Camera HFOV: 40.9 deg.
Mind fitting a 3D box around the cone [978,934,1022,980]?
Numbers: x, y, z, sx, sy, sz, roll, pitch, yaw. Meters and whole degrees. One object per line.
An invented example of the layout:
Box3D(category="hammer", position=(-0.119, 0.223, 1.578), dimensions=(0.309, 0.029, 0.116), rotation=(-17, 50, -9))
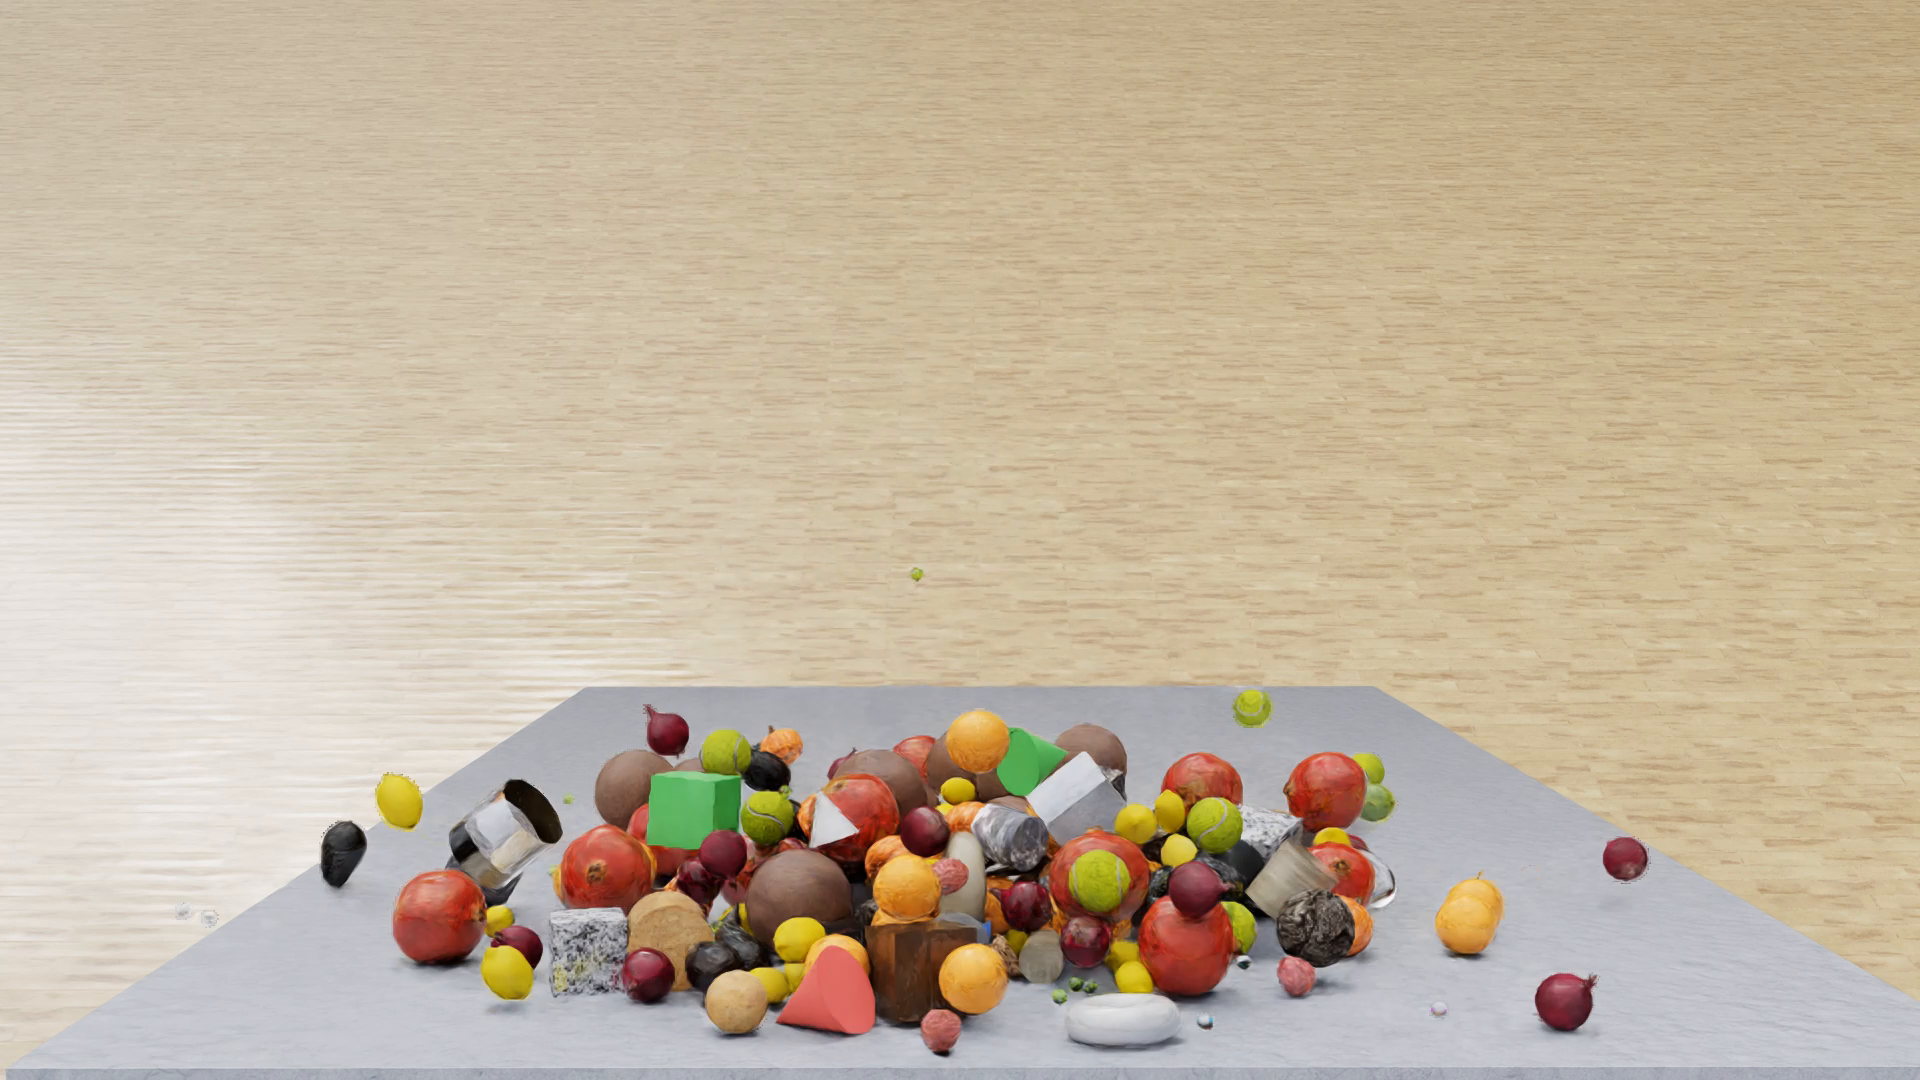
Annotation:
Box3D(category="cone", position=(0.033, 0.492, 2.963), dimensions=(0.056, 0.056, 0.056), rotation=(-27, 32, -17))

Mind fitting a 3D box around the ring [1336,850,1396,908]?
Box3D(category="ring", position=(0.541, 0.451, 3.430), dimensions=(0.088, 0.029, 0.088), rotation=(19, 41, -17))

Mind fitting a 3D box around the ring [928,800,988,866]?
Box3D(category="ring", position=(0.012, 0.424, 3.632), dimensions=(0.120, 0.040, 0.120), rotation=(10, 63, -19))

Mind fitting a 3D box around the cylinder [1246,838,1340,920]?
Box3D(category="cylinder", position=(0.403, 0.419, 3.124), dimensions=(0.081, 0.081, 0.081), rotation=(37, 6, -5))

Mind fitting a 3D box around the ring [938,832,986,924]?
Box3D(category="ring", position=(0.003, 0.413, 3.048), dimensions=(0.045, 0.136, 0.136), rotation=(1, 24, -7))

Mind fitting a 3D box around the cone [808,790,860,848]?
Box3D(category="cone", position=(-0.156, 0.320, 3.007), dimensions=(0.063, 0.063, 0.063), rotation=(-18, -3, -1))

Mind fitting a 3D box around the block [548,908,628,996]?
Box3D(category="block", position=(-0.422, 0.466, 2.917), dimensions=(0.083, 0.083, 0.083), rotation=(0, 2, -12))

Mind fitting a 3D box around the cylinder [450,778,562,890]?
Box3D(category="cylinder", position=(-0.575, 0.372, 3.260), dimensions=(0.100, 0.100, 0.100), rotation=(-39, 18, 16))

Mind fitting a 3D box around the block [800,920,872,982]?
Box3D(category="block", position=(-0.136, 0.473, 2.934), dimensions=(0.066, 0.066, 0.066), rotation=(-2, 3, -38))

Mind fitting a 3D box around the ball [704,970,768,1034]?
Box3D(category="ball", position=(-0.233, 0.483, 2.692), dimensions=(0.066, 0.066, 0.066), rotation=(0, 24, 0))

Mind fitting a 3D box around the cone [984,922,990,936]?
Box3D(category="cone", position=(0.023, 0.465, 2.988), dimensions=(0.057, 0.057, 0.057), rotation=(24, 15, -7))

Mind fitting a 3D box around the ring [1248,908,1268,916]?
Box3D(category="ring", position=(0.402, 0.468, 3.401), dimensions=(0.124, 0.041, 0.124), rotation=(2, 6, 0))

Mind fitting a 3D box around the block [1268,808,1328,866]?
Box3D(category="block", position=(0.443, 0.433, 3.587), dimensions=(0.098, 0.098, 0.098), rotation=(2, 3, 41))

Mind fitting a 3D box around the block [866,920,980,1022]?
Box3D(category="block", position=(-0.041, 0.462, 2.763), dimensions=(0.093, 0.093, 0.093), rotation=(-1, -3, -21))

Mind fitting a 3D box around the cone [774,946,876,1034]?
Box3D(category="cone", position=(-0.158, 0.492, 2.718), dimensions=(0.098, 0.098, 0.098), rotation=(-29, 13, 25))

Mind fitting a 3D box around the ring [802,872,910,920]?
Box3D(category="ring", position=(-0.136, 0.467, 3.377), dimensions=(0.142, 0.047, 0.142), rotation=(0, 1, 0))

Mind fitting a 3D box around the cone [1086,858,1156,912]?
Box3D(category="cone", position=(0.217, 0.464, 3.353), dimensions=(0.092, 0.092, 0.092), rotation=(29, 23, -9))

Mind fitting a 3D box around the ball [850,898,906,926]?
Box3D(category="ball", position=(-0.098, 0.465, 3.095), dimensions=(0.070, 0.070, 0.070), rotation=(0, 24, 0))

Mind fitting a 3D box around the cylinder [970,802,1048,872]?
Box3D(category="cylinder", position=(0.059, 0.358, 3.107), dimensions=(0.067, 0.067, 0.067), rotation=(14, 27, 42))

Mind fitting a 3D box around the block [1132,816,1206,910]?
Box3D(category="block", position=(0.289, 0.430, 3.442), dimensions=(0.086, 0.086, 0.086), rotation=(-23, -2, 9))

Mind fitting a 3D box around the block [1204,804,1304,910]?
Box3D(category="block", position=(0.382, 0.411, 3.337), dimensions=(0.093, 0.093, 0.093), rotation=(9, 22, 34))

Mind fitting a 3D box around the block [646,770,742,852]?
Box3D(category="block", position=(-0.333, 0.339, 3.229), dimensions=(0.086, 0.086, 0.086), rotation=(4, 0, 18))

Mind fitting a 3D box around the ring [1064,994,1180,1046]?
Box3D(category="ring", position=(0.168, 0.495, 2.661), dimensions=(0.121, 0.040, 0.121), rotation=(-3, -1, 0))

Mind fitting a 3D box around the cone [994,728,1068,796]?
Box3D(category="cone", position=(0.102, 0.267, 3.162), dimensions=(0.085, 0.085, 0.085), rotation=(-6, 22, -39))

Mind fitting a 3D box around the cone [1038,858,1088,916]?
Box3D(category="cone", position=(0.152, 0.459, 3.325), dimensions=(0.079, 0.079, 0.079), rotation=(-15, 20, -31))

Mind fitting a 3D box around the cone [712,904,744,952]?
Box3D(category="cone", position=(-0.275, 0.462, 3.094), dimensions=(0.054, 0.054, 0.054), rotation=(18, -9, 3))

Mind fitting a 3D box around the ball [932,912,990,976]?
Box3D(category="ball", position=(-0.006, 0.465, 2.935), dimensions=(0.082, 0.082, 0.082), rotation=(0, 24, 0))

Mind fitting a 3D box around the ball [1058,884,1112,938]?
Box3D(category="ball", position=(0.156, 0.462, 3.206), dimensions=(0.068, 0.068, 0.068), rotation=(0, 24, 0))

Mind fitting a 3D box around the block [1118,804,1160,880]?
Box3D(category="block", position=(0.231, 0.431, 3.692), dimensions=(0.093, 0.093, 0.093), rotation=(1, 2, 17))

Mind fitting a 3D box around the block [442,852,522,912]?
Box3D(category="block", position=(-0.629, 0.439, 3.395), dimensions=(0.066, 0.066, 0.066), rotation=(-5, 50, -41))

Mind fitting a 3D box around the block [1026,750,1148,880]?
Box3D(category="block", position=(0.158, 0.344, 3.234), dimensions=(0.096, 0.096, 0.096), rotation=(-37, 22, 0))

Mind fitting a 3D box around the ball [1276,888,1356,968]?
Box3D(category="ball", position=(0.405, 0.442, 2.933), dimensions=(0.089, 0.089, 0.089), rotation=(0, 24, 0))

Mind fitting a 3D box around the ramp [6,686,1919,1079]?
Box3D(category="ramp", position=(0.055, 0.496, 4.544), dimensions=(2.000, 0.100, 4.000), rotation=(0, 2, 0))

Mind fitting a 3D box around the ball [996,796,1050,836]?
Box3D(category="ball", position=(0.083, 0.426, 3.782), dimensions=(0.097, 0.097, 0.097), rotation=(0, 24, 0))

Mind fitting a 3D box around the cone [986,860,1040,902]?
Box3D(category="cone", position=(0.046, 0.410, 3.165), dimensions=(0.089, 0.089, 0.089), rotation=(-10, 25, -4))

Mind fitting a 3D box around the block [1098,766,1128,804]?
Box3D(category="block", position=(0.202, 0.388, 3.886), dimensions=(0.069, 0.069, 0.069), rotation=(12, 31, 37))
